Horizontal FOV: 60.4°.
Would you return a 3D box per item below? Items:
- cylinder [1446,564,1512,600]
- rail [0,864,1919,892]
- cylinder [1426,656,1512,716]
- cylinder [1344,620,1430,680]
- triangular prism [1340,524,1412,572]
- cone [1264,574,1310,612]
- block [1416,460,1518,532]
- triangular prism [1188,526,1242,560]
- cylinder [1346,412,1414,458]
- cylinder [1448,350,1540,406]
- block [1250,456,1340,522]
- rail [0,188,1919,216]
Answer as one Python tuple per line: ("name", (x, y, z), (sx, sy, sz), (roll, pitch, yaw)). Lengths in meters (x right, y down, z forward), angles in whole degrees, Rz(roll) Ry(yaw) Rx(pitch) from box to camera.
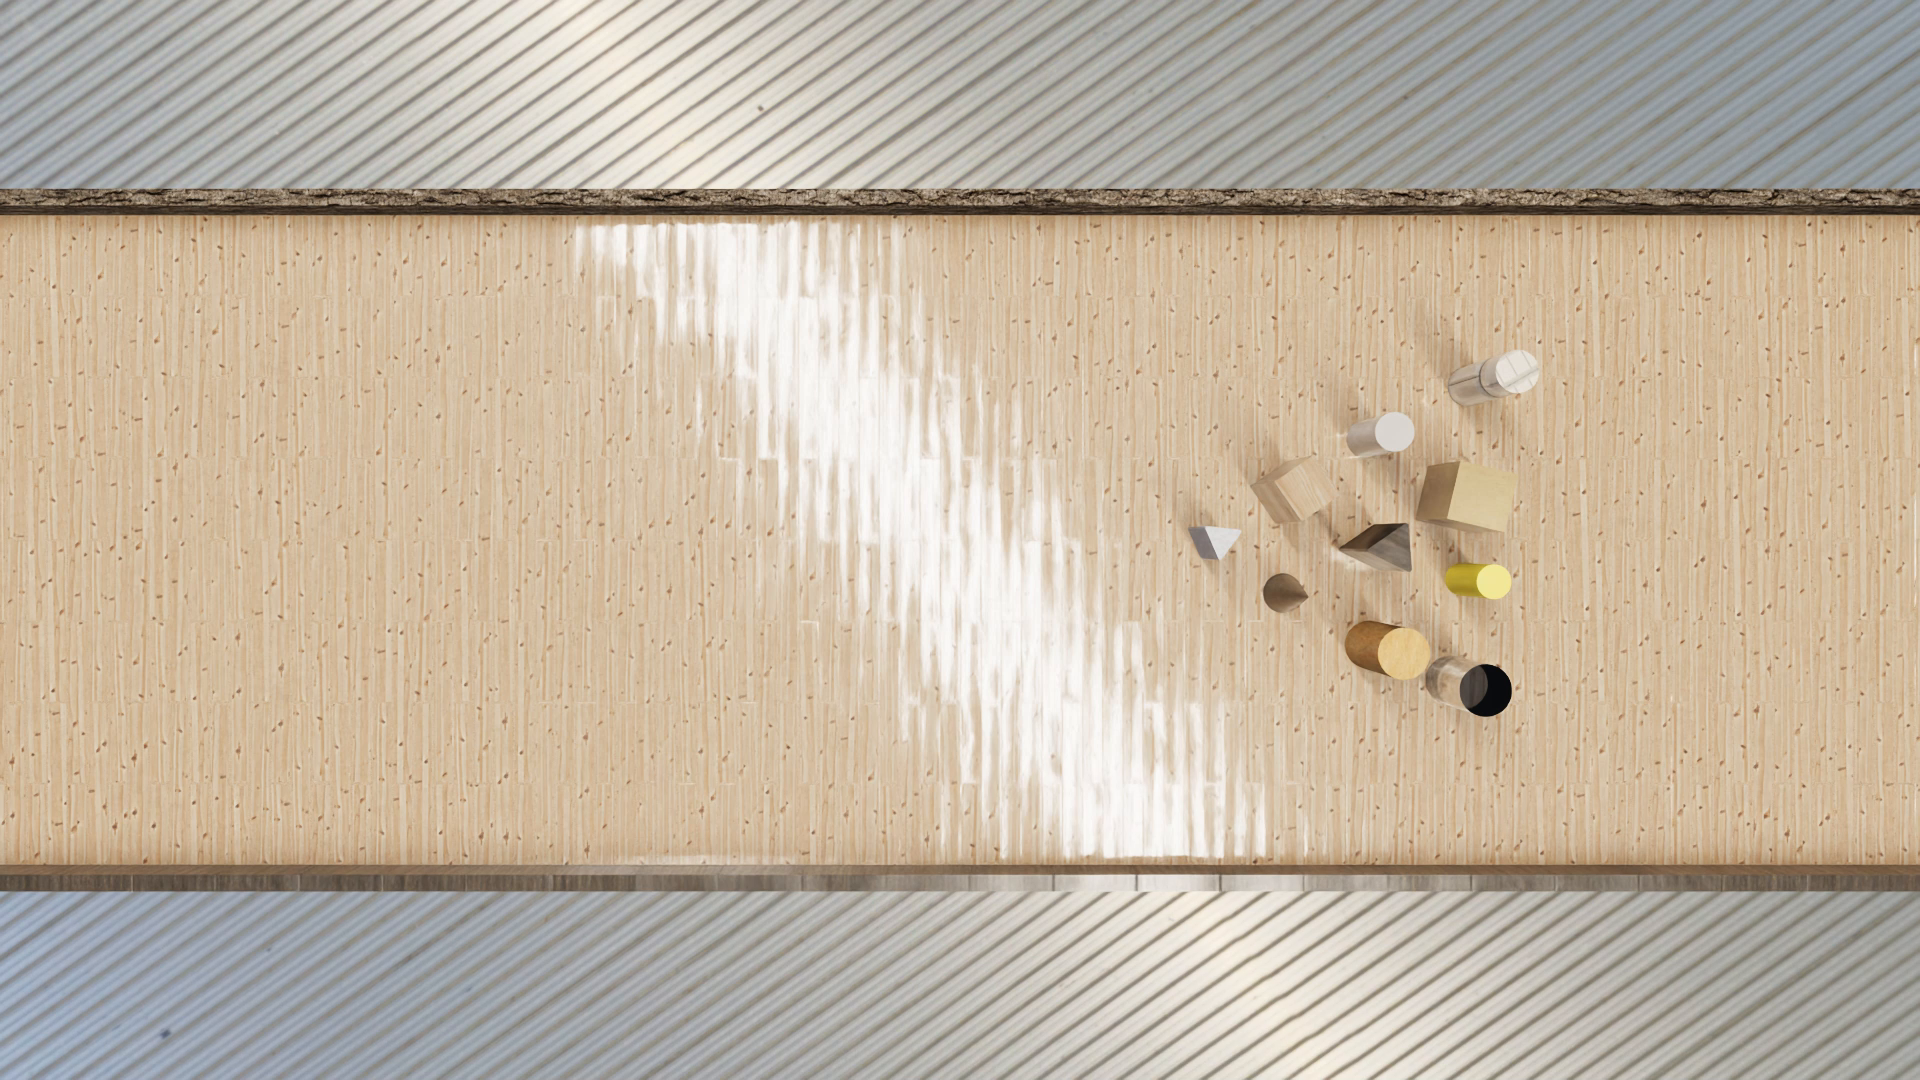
("cylinder", (1.543, 0.121, 4.921), (0.100, 0.312, 0.100), (0, 90, 0))
("rail", (-2.247, 1.025, 5.001), (12.000, 0.150, 0.050), (0, 90, 0))
("cylinder", (1.509, 0.432, 4.905), (0.152, 0.343, 0.152), (0, 90, 0))
("cylinder", (1.258, 0.322, 4.875), (0.148, 0.402, 0.148), (0, 90, 0))
("triangular prism", (1.253, 0.006, 4.895), (0.138, 0.362, 0.120), (26, 90, 0))
("cone", (0.993, 0.163, 4.883), (0.122, 0.387, 0.122), (0, 90, 0))
("block", (1.504, -0.125, 4.911), (0.171, 0.331, 0.171), (13, 90, 0))
("triangular prism", (0.739, -0.011, 4.897), (0.090, 0.358, 0.104), (36, 90, 0))
("cylinder", (1.247, -0.310, 4.902), (0.114, 0.349, 0.114), (0, 90, 0))
("cylinder", (1.562, -0.473, 4.849), (0.122, 0.455, 0.122), (0, 90, 0))
("block", (0.987, -0.147, 4.878), (0.136, 0.398, 0.136), (-34, 90, 0))
("rail", (-2.247, -1.025, 5.002), (12.000, 0.150, 0.050), (0, 90, 0))
